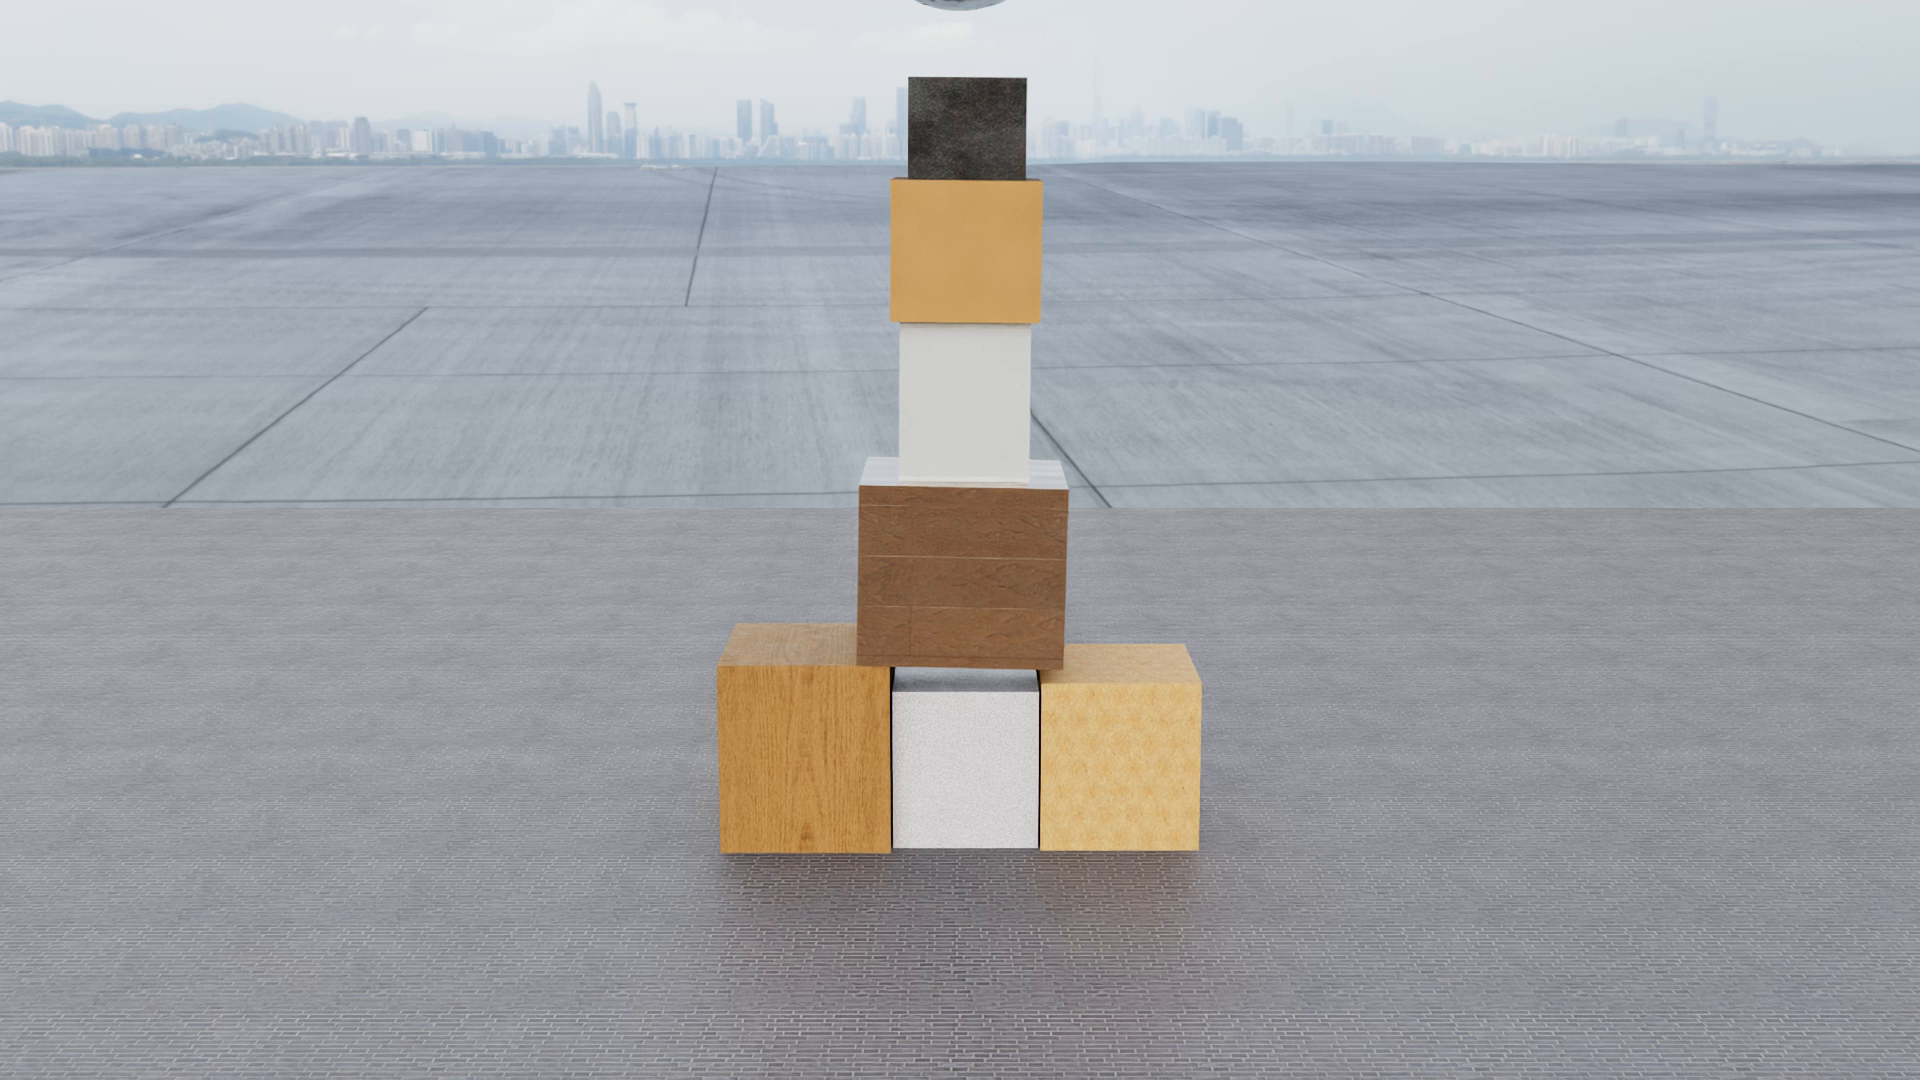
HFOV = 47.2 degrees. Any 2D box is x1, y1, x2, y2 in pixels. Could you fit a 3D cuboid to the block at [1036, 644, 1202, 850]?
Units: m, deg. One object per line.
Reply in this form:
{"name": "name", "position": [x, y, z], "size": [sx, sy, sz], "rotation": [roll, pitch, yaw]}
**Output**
{"name": "block", "position": [0.799, 1.054, 11.366], "size": [0.793, 0.859, 0.872], "rotation": [0, 10, 0]}

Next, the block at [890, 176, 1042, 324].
{"name": "block", "position": [0.029, -1.453, 10.934], "size": [0.724, 0.676, 0.839], "rotation": [1, 10, 0]}

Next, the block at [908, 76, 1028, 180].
{"name": "block", "position": [0.035, -2.017, 10.794], "size": [0.568, 0.484, 0.574], "rotation": [1, 10, 0]}

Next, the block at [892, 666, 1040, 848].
{"name": "block", "position": [0.028, 1.078, 11.378], "size": [0.728, 0.808, 0.815], "rotation": [0, 10, 0]}

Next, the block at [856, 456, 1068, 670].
{"name": "block", "position": [0.009, 0.100, 11.189], "size": [1.015, 0.898, 0.969], "rotation": [1, 10, 0]}

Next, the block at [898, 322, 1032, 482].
{"name": "block", "position": [0.023, -0.733, 11.048], "size": [0.638, 0.783, 0.675], "rotation": [1, 10, 0]}

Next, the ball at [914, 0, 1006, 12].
{"name": "ball", "position": [0.000, -4.572, 15.588], "size": [1.600, 1.600, 1.600], "rotation": [0, 10, 0]}

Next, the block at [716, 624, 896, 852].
{"name": "block", "position": [-0.771, 1.003, 11.371], "size": [0.850, 0.958, 0.973], "rotation": [0, 10, 0]}
